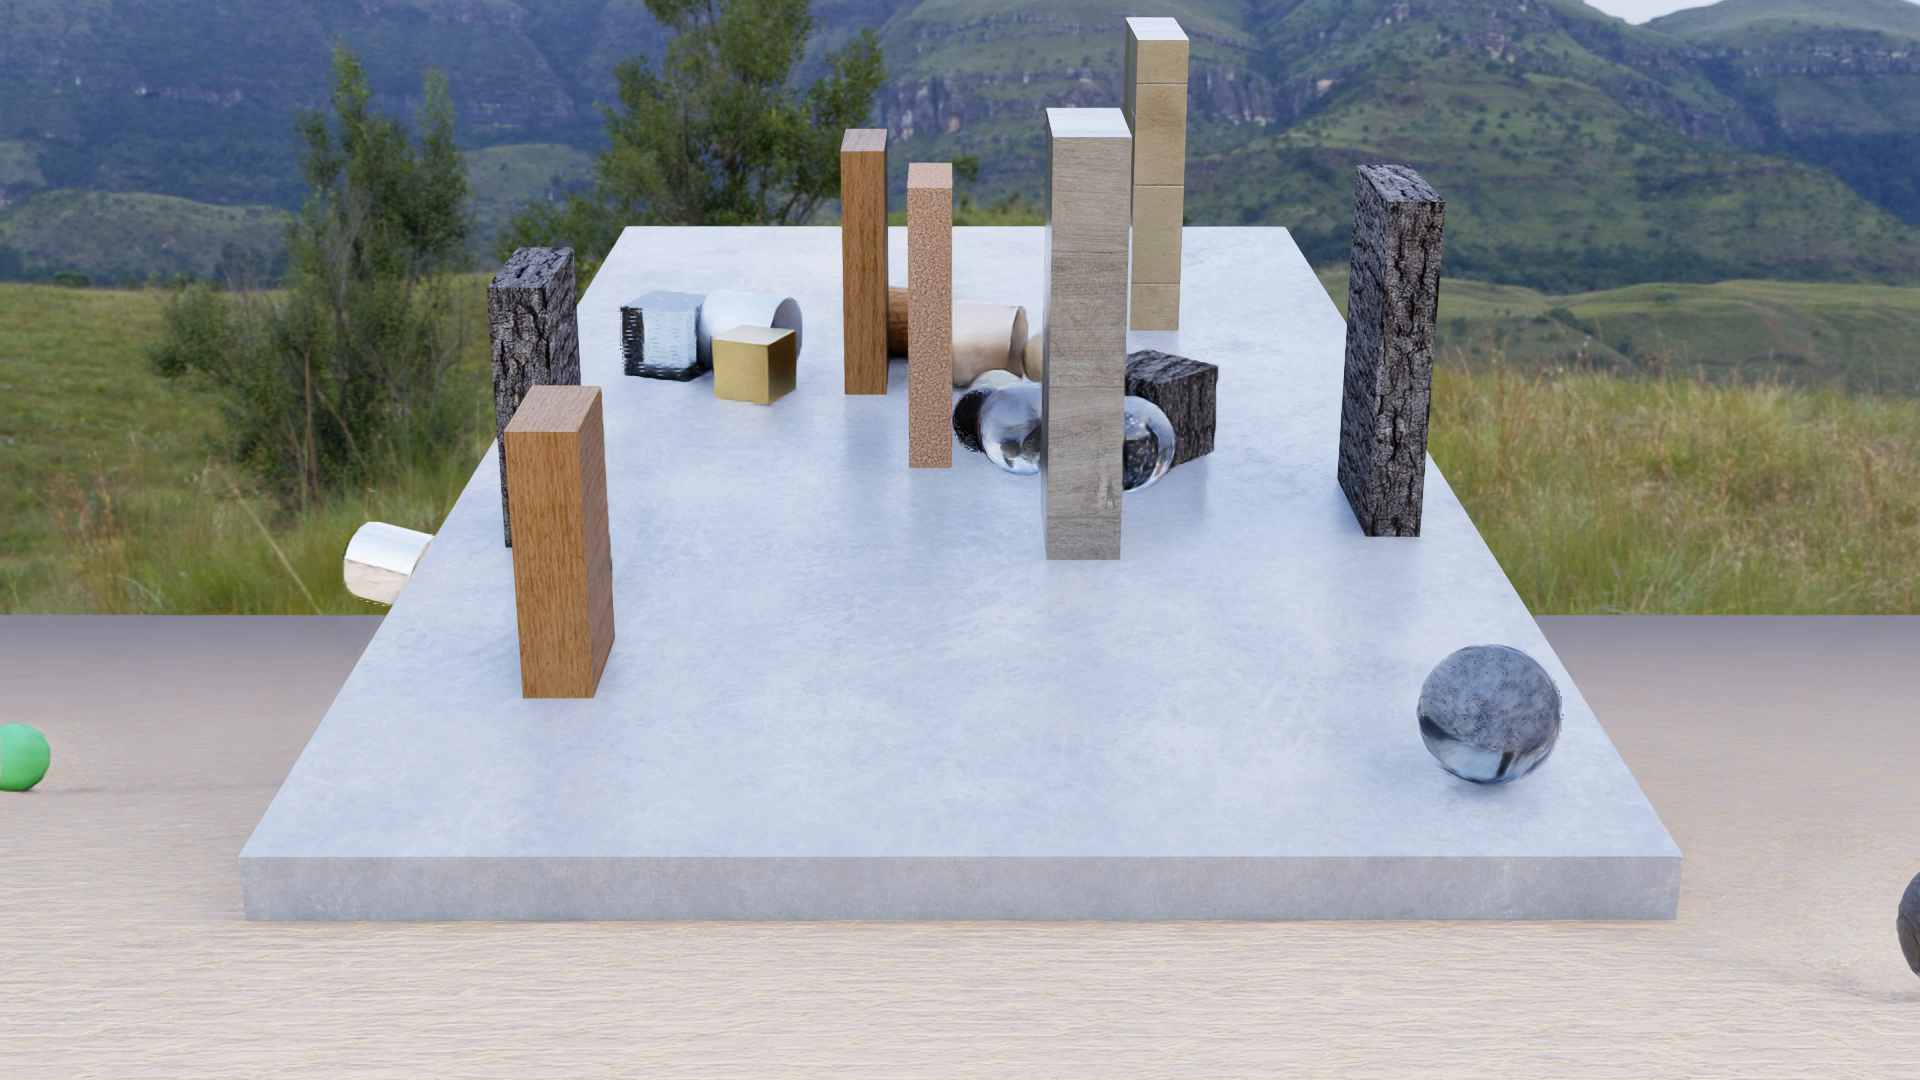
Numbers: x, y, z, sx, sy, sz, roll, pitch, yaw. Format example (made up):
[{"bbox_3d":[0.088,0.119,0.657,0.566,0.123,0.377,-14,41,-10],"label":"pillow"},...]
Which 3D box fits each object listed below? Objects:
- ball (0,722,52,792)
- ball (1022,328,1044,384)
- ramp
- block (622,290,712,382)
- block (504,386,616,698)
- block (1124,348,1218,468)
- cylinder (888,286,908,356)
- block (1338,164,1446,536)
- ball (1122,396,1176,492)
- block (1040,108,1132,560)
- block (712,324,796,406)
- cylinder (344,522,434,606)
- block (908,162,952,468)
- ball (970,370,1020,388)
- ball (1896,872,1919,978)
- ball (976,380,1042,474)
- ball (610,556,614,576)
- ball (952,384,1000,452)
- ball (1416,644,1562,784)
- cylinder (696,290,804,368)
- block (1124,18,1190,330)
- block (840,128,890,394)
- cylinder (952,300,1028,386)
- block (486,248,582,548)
[{"bbox_3d":[-2.254,0.518,5.413,0.164,0.164,0.164,0,-2,0],"label":"ball"},{"bbox_3d":[0.222,-0.412,5.213,0.158,0.158,0.158,0,-2,0],"label":"ball"},{"bbox_3d":[-0.005,-0.210,5.035,2.000,0.100,4.000,0,20,0],"label":"ramp"},{"bbox_3d":[-0.685,-0.485,5.389,0.168,0.168,0.168,7,22,19],"label":"block"},{"bbox_3d":[-0.644,0.000,3.677,0.113,0.448,0.250,0,20,0],"label":"block"},{"bbox_3d":[0.407,-0.276,4.798,0.190,0.190,0.190,18,27,40],"label":"block"},{"bbox_3d":[-0.133,-0.532,5.527,0.164,0.164,0.164,9,2,22],"label":"cylinder"},{"bbox_3d":[0.828,-0.370,4.395,0.103,0.648,0.347,0,20,0],"label":"block"},{"bbox_3d":[0.335,-0.194,4.572,0.194,0.194,0.194,0,-2,0],"label":"ball"},{"bbox_3d":[0.229,-0.384,4.229,0.137,0.788,0.299,0,20,0],"label":"block"},{"bbox_3d":[-0.470,-0.403,5.211,0.140,0.140,0.140,8,22,21],"label":"block"},{"bbox_3d":[-1.321,0.064,5.360,0.183,0.183,0.183,13,3,19],"label":"cylinder"},{"bbox_3d":[-0.061,-0.471,4.752,0.090,0.588,0.261,0,20,0],"label":"block"},{"bbox_3d":[0.083,-0.304,4.956,0.133,0.133,0.133,0,-2,0],"label":"ball"},{"bbox_3d":[1.116,0.424,2.479,0.173,0.173,0.173,0,-2,0],"label":"ball"},{"bbox_3d":[0.132,-0.231,4.670,0.195,0.195,0.195,0,-2,0],"label":"ball"},{"bbox_3d":[-0.681,0.053,3.959,0.152,0.152,0.152,0,-2,0],"label":"ball"},{"bbox_3d":[0.055,-0.259,4.818,0.144,0.144,0.144,0,-2,0],"label":"ball"},{"bbox_3d":[0.778,0.256,3.341,0.207,0.207,0.207,0,-2,0],"label":"ball"},{"bbox_3d":[-0.496,-0.491,5.379,0.187,0.187,0.187,8,1,20],"label":"cylinder"},{"bbox_3d":[0.492,-0.943,5.828,0.124,0.727,0.410,0,20,0],"label":"block"},{"bbox_3d":[-0.218,-0.646,5.259,0.096,0.562,0.276,0,20,0],"label":"block"},{"bbox_3d":[0.039,-0.452,5.253,0.198,0.198,0.198,6,0,13],"label":"cylinder"},{"bbox_3d":[-0.804,-0.277,4.347,0.107,0.502,0.322,0,20,0],"label":"block"}]
